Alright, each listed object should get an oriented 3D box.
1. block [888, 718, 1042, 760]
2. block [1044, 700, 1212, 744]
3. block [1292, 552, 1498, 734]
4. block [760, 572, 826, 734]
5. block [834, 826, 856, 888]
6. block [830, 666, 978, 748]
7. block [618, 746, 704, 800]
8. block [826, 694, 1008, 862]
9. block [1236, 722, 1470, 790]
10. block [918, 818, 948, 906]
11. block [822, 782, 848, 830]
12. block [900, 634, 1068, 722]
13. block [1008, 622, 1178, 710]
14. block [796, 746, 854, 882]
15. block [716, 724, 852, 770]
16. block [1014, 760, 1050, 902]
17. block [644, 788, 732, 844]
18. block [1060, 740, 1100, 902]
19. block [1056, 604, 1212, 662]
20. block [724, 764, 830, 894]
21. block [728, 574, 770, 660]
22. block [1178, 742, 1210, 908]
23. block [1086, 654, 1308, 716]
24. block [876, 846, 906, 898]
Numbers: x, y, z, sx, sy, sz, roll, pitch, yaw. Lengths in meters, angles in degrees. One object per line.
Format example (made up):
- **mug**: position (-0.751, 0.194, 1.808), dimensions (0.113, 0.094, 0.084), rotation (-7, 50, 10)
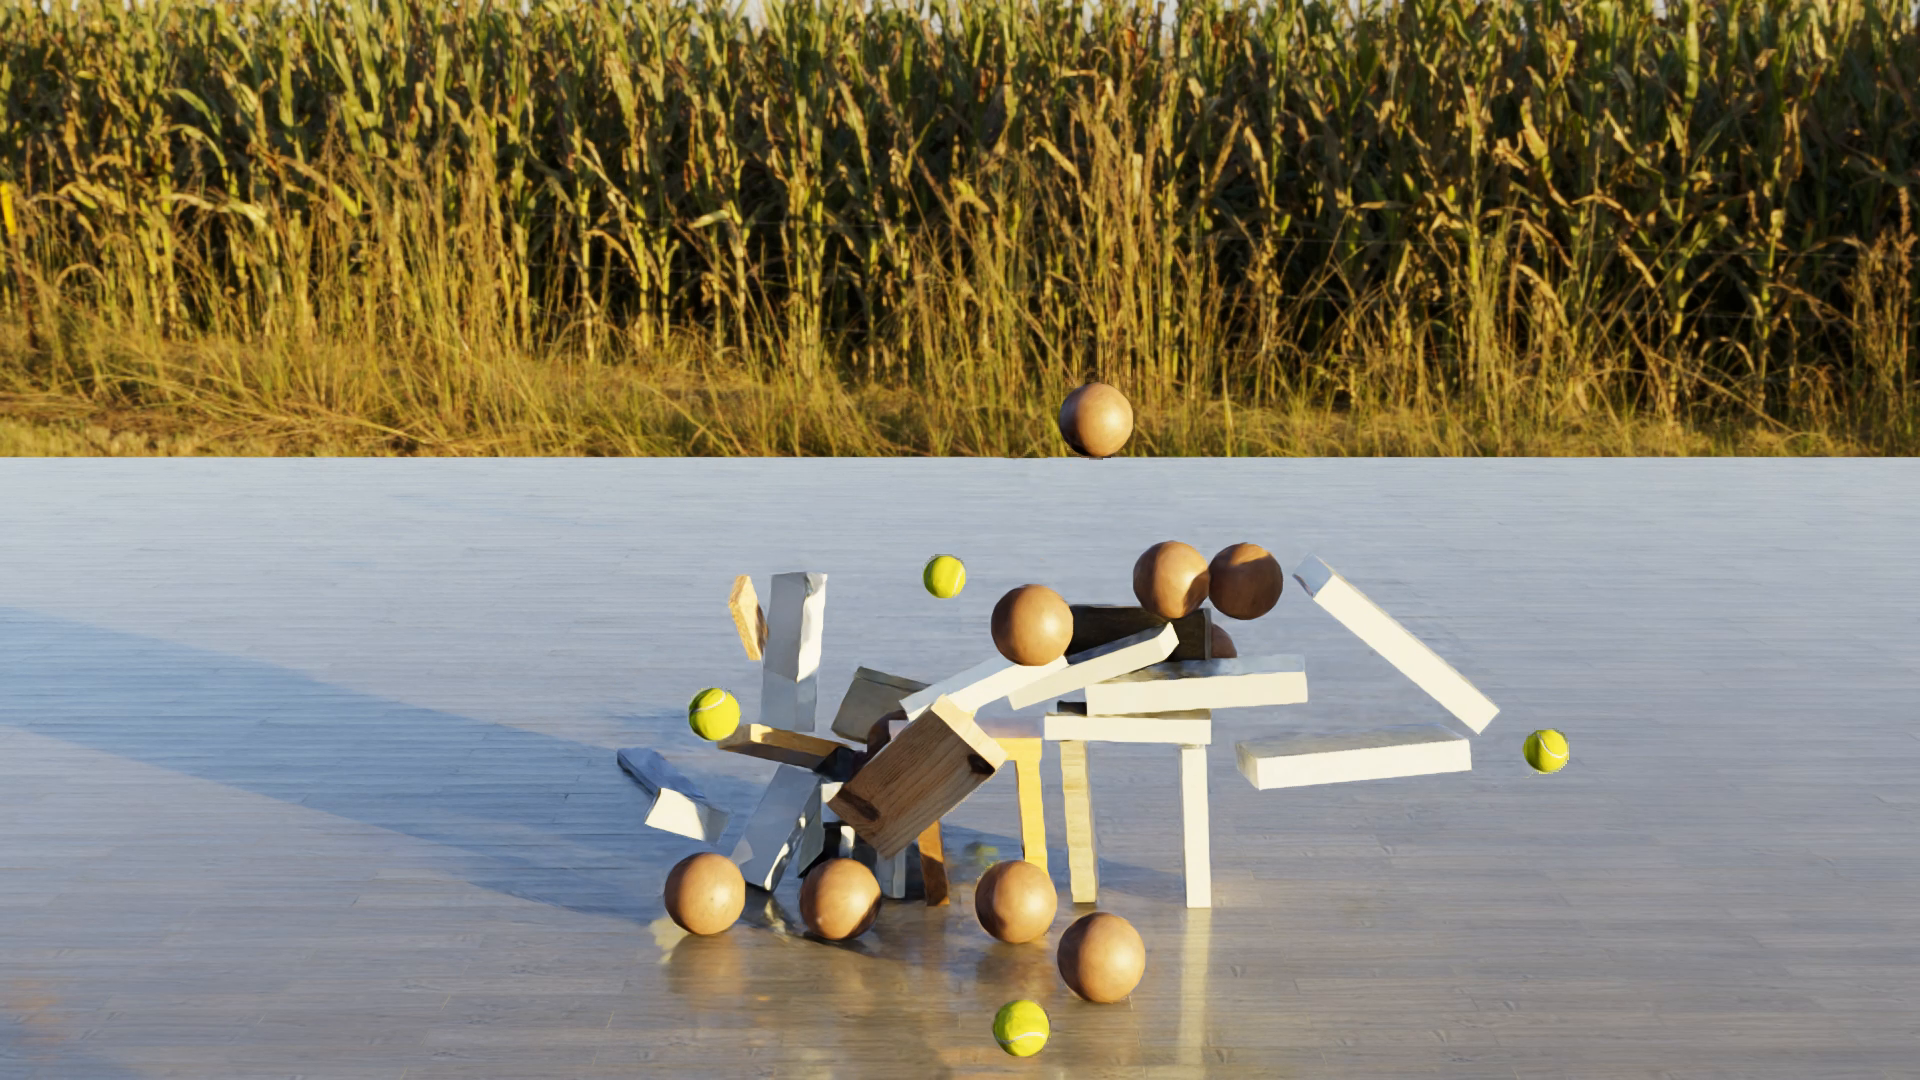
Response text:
- **block**: position (0.007, 0.329, 3.623), dimensions (0.246, 0.035, 0.123), rotation (0, 11, -3)
- **block**: position (0.277, 0.300, 3.625), dimensions (0.268, 0.038, 0.134), rotation (1, 7, 6)
- **block**: position (0.701, 0.164, 3.559), dimensions (0.354, 0.050, 0.177), rotation (38, 7, -9)
- **block**: position (-0.292, 0.196, 3.823), dimensions (0.039, 0.275, 0.137), rotation (8, -8, -30)
- **block**: position (-0.188, 0.505, 3.680), dimensions (0.021, 0.146, 0.073), rotation (6, -7, 1)
- **block**: position (-0.107, 0.338, 4.207), dimensions (0.274, 0.137, 0.039), rotation (12, -21, 36)
- **block**: position (-0.588, 0.462, 4.304), dimensions (0.068, 0.019, 0.374), rotation (-5, 11, -23)
- **block**: position (-0.072, 0.376, 3.447), dimensions (0.347, 0.137, 0.039), rotation (-45, 3, 45)
- **block**: position (0.655, 0.360, 3.687), dimensions (0.354, 0.050, 0.177), rotation (-5, 5, -4)
- **block**: position (-0.053, 0.469, 3.643), dimensions (0.035, 0.246, 0.123), rotation (-8, 11, 1)
- **block**: position (-0.154, 0.430, 3.624), dimensions (0.146, 0.021, 0.073), rotation (-9, 53, 8)
- **block**: position (0.037, 0.236, 3.609), dimensions (0.269, 0.038, 0.135), rotation (-24, 8, -4)
- **block**: position (0.218, 0.207, 3.620), dimensions (0.269, 0.038, 0.135), rotation (-20, 3, 17)
- **block**: position (-0.229, 0.465, 3.744), dimensions (0.030, 0.210, 0.105), rotation (22, -39, -19)
- **block**: position (-0.305, 0.359, 3.811), dimensions (0.210, 0.030, 0.105), rotation (17, -22, -36)
- **block**: position (0.119, 0.465, 3.663), dimensions (0.035, 0.246, 0.123), rotation (-5, 11, -1)
- **block**: position (-0.465, 0.472, 3.766), dimensions (0.135, 0.067, 0.019), rotation (20, 23, -26)
- **block**: position (0.199, 0.452, 3.650), dimensions (0.038, 0.268, 0.134), rotation (-4, 6, 6)
- **block**: position (0.300, 0.183, 3.797), dimensions (0.269, 0.135, 0.038), rotation (1, 5, 25)
- **block**: position (-0.310, 0.487, 3.723), dimensions (0.105, 0.210, 0.030), rotation (11, -24, 45)
- **block**: position (-0.353, 0.129, 3.677), dimensions (0.019, 0.135, 0.068), rotation (-2, 43, 15)
- **block**: position (0.387, 0.458, 3.642), dimensions (0.038, 0.268, 0.134), rotation (-3, 10, 3)
- **block**: position (0.393, 0.238, 3.633), dimensions (0.354, 0.050, 0.177), rotation (-4, 6, 9)
- **block**: position (-0.114, 0.515, 3.656), dimensions (0.021, 0.146, 0.073), rotation (0, 5, -26)
